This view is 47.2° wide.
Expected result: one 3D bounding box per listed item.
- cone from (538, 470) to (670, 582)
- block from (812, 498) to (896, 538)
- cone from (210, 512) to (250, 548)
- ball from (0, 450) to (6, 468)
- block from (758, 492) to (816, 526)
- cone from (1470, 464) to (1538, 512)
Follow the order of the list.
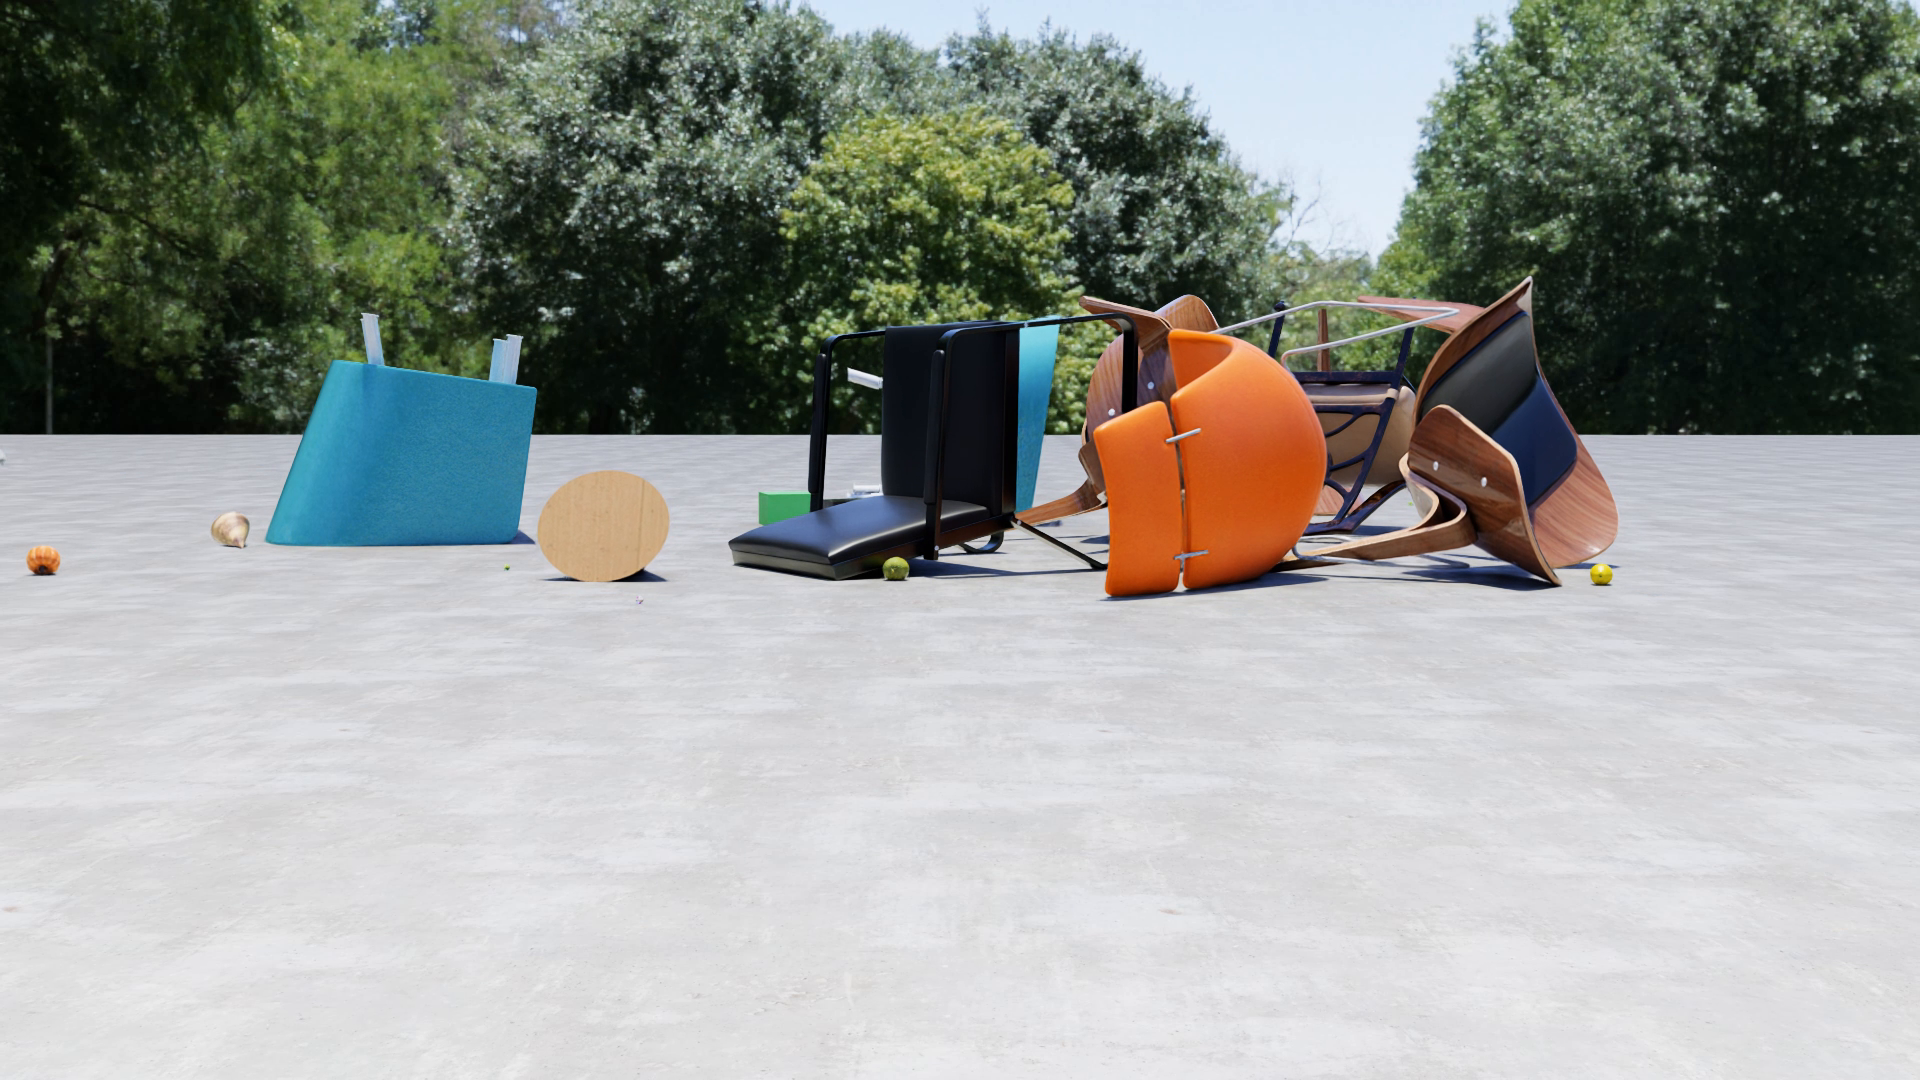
[{"bbox_3d":[-0.813,0.020,5.324,0.320,0.276,0.348,-1,-18,8],"label":"cone"},{"bbox_3d":[-0.326,-0.067,6.715,0.209,0.111,0.153,-2,4,-29],"label":"block"},{"bbox_3d":[-2.062,-0.005,6.267,0.112,0.098,0.181,-23,29,-20],"label":"cone"},{"bbox_3d":[-5.374,-0.454,12.230,0.127,0.127,0.127,0,4,0],"label":"ball"},{"bbox_3d":[-0.573,-0.103,7.272,0.158,0.106,0.188,-1,4,-14],"label":"block"},{"bbox_3d":[1.984,-0.152,8.136,0.262,0.197,0.172,0,33,36],"label":"cone"}]
